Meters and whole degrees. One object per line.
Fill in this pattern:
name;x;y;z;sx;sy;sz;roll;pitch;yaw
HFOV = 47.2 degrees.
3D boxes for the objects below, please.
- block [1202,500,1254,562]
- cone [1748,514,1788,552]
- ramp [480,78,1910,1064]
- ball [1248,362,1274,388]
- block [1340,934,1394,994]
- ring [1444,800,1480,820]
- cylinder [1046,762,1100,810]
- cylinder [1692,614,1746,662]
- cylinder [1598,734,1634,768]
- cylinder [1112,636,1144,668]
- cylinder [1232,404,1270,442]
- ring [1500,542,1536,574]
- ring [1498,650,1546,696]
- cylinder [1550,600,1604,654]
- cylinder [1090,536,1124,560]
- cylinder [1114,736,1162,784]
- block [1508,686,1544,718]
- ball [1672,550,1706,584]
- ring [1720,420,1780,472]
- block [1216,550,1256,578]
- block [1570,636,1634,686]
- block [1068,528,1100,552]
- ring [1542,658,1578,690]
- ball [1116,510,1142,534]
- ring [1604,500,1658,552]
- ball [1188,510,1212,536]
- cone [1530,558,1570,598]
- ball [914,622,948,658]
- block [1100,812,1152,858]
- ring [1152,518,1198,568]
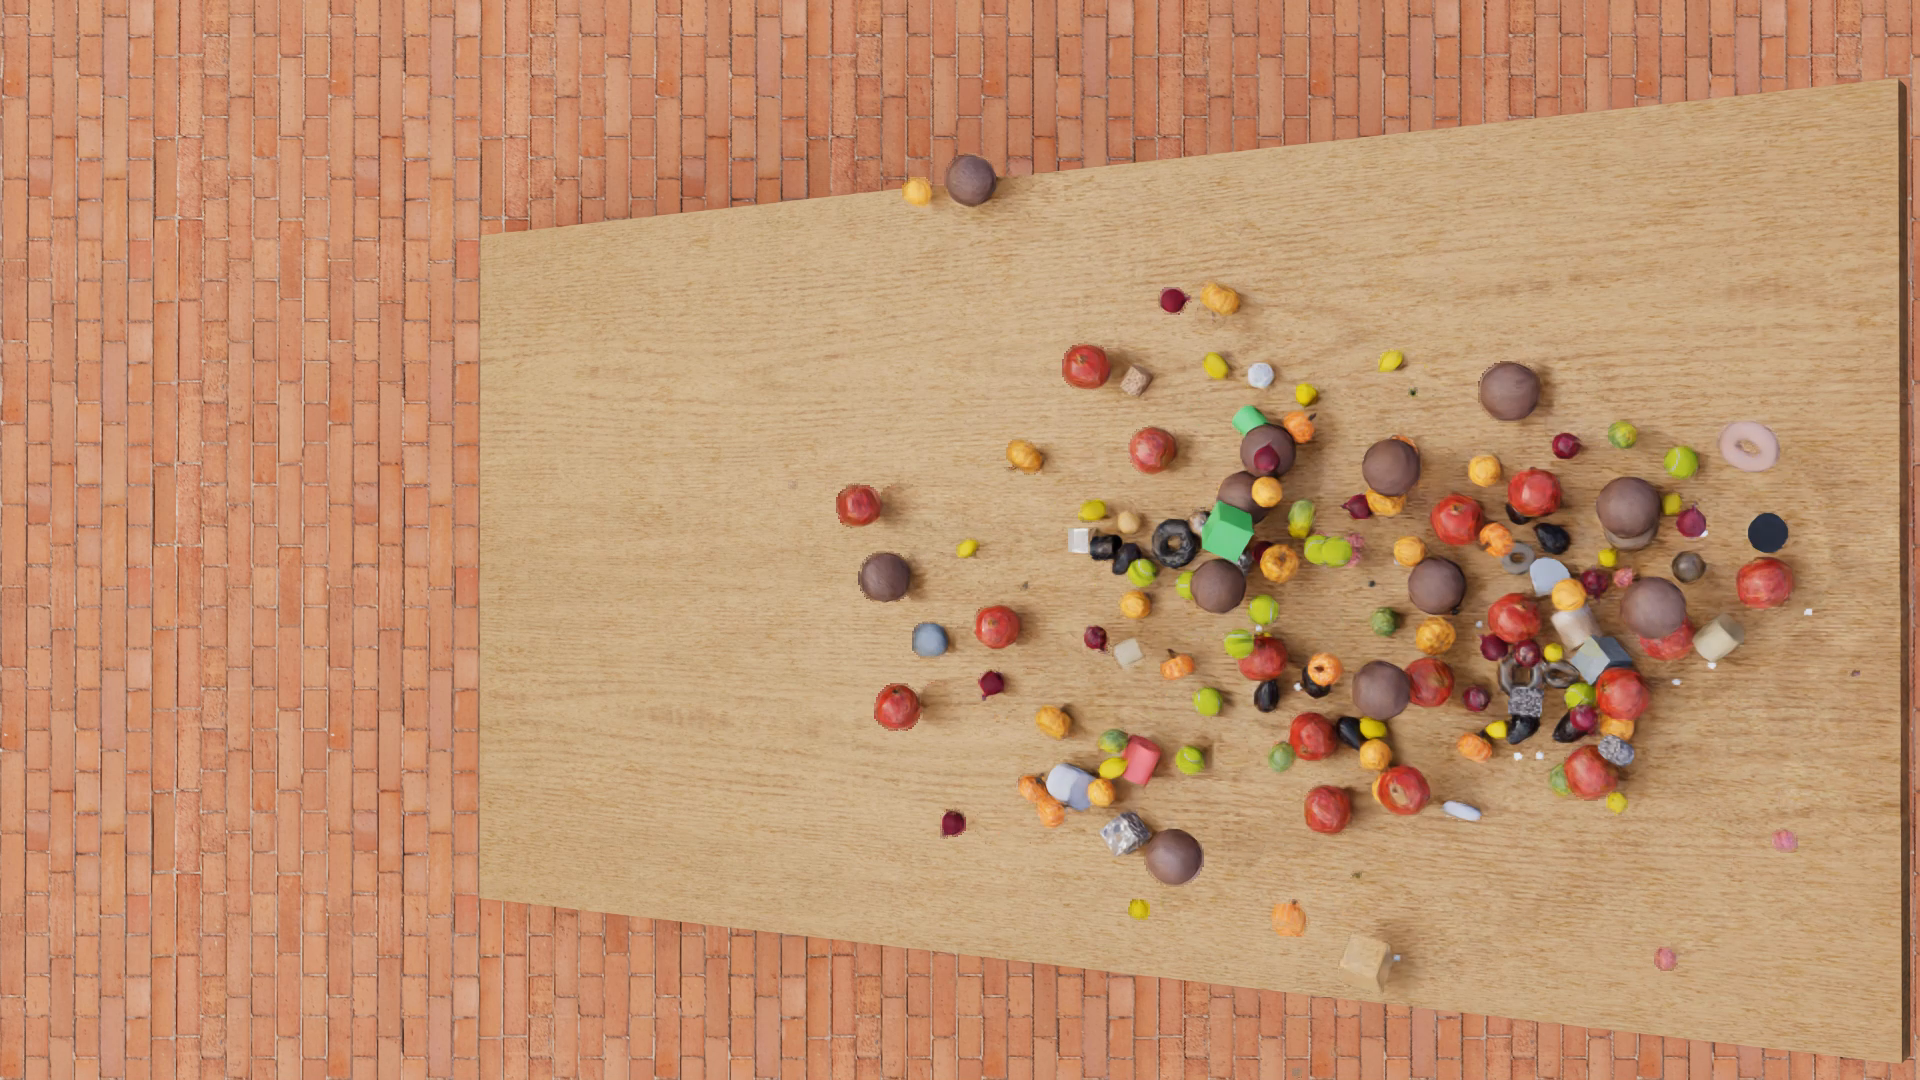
block;0.622;-0.019;5.112;0.087;0.087;0.087;23;120;-8
cone;1.666;-0.014;4.577;0.082;0.082;0.082;0;90;-1
ramp;0.256;0.070;5.592;4.000;0.100;2.000;0;89;33
ball;0.711;-0.390;5.204;0.062;0.062;0.062;0;90;0
block;0.921;0.960;4.982;0.087;0.087;0.087;12;59;28
ring;1.122;0.605;4.915;0.086;0.086;0.029;16;90;0
cylinder;0.279;0.609;5.441;0.093;0.093;0.093;-11;110;-32
cylinder;1.583;0.204;4.588;0.074;0.074;0.074;42;127;0
cylinder;1.399;0.449;4.686;0.054;0.054;0.054;30;89;-36
cylinder;0.406;0.271;5.316;0.059;0.059;0.059;-25;90;4
cylinder;0.691;-0.277;5.214;0.065;0.065;0.065;-40;67;0
ring;1.237;0.041;4.875;0.075;0.025;0.075;-5;75;20
ring;1.244;0.298;4.866;0.112;0.037;0.112;-1;87;29
cylinder;1.340;0.189;4.777;0.084;0.084;0.084;-24;74;0
cylinder;0.362;0.019;5.428;0.060;0.060;0.060;-4;89;33
cylinder;0.435;0.536;5.357;0.089;0.089;0.089;23;102;0
block;1.235;0.355;4.801;0.058;0.058;0.058;9;84;1
ball;1.542;0.057;4.657;0.069;0.069;0.069;0;90;0
ring;1.601;-0.189;4.462;0.122;0.122;0.041;42;56;0
block;0.657;0.050;5.238;0.058;0.058;0.058;28;105;30
block;1.380;0.260;4.730;0.076;0.076;0.076;4;130;-35
block;0.308;0.001;5.463;0.060;0.060;0.060;1;90;33
ring;1.311;0.293;4.808;0.078;0.026;0.078;16;130;19
ball;0.415;-0.043;5.394;0.060;0.060;0.060;0;90;0
ring;1.443;-0.031;4.736;0.116;0.039;0.116;-6;79;32
ball;0.576;-0.040;5.229;0.065;0.065;0.065;0;90;0
cone;1.280;0.101;4.824;0.090;0.090;0.090;4;55;-5
ball;-0.076;0.259;5.692;0.091;0.091;0.091;0;90;0
block;0.404;0.720;5.385;0.076;0.076;0.076;-44;68;25
ring;0.521;0.007;5.337;0.122;0.041;0.122;-1;87;33
